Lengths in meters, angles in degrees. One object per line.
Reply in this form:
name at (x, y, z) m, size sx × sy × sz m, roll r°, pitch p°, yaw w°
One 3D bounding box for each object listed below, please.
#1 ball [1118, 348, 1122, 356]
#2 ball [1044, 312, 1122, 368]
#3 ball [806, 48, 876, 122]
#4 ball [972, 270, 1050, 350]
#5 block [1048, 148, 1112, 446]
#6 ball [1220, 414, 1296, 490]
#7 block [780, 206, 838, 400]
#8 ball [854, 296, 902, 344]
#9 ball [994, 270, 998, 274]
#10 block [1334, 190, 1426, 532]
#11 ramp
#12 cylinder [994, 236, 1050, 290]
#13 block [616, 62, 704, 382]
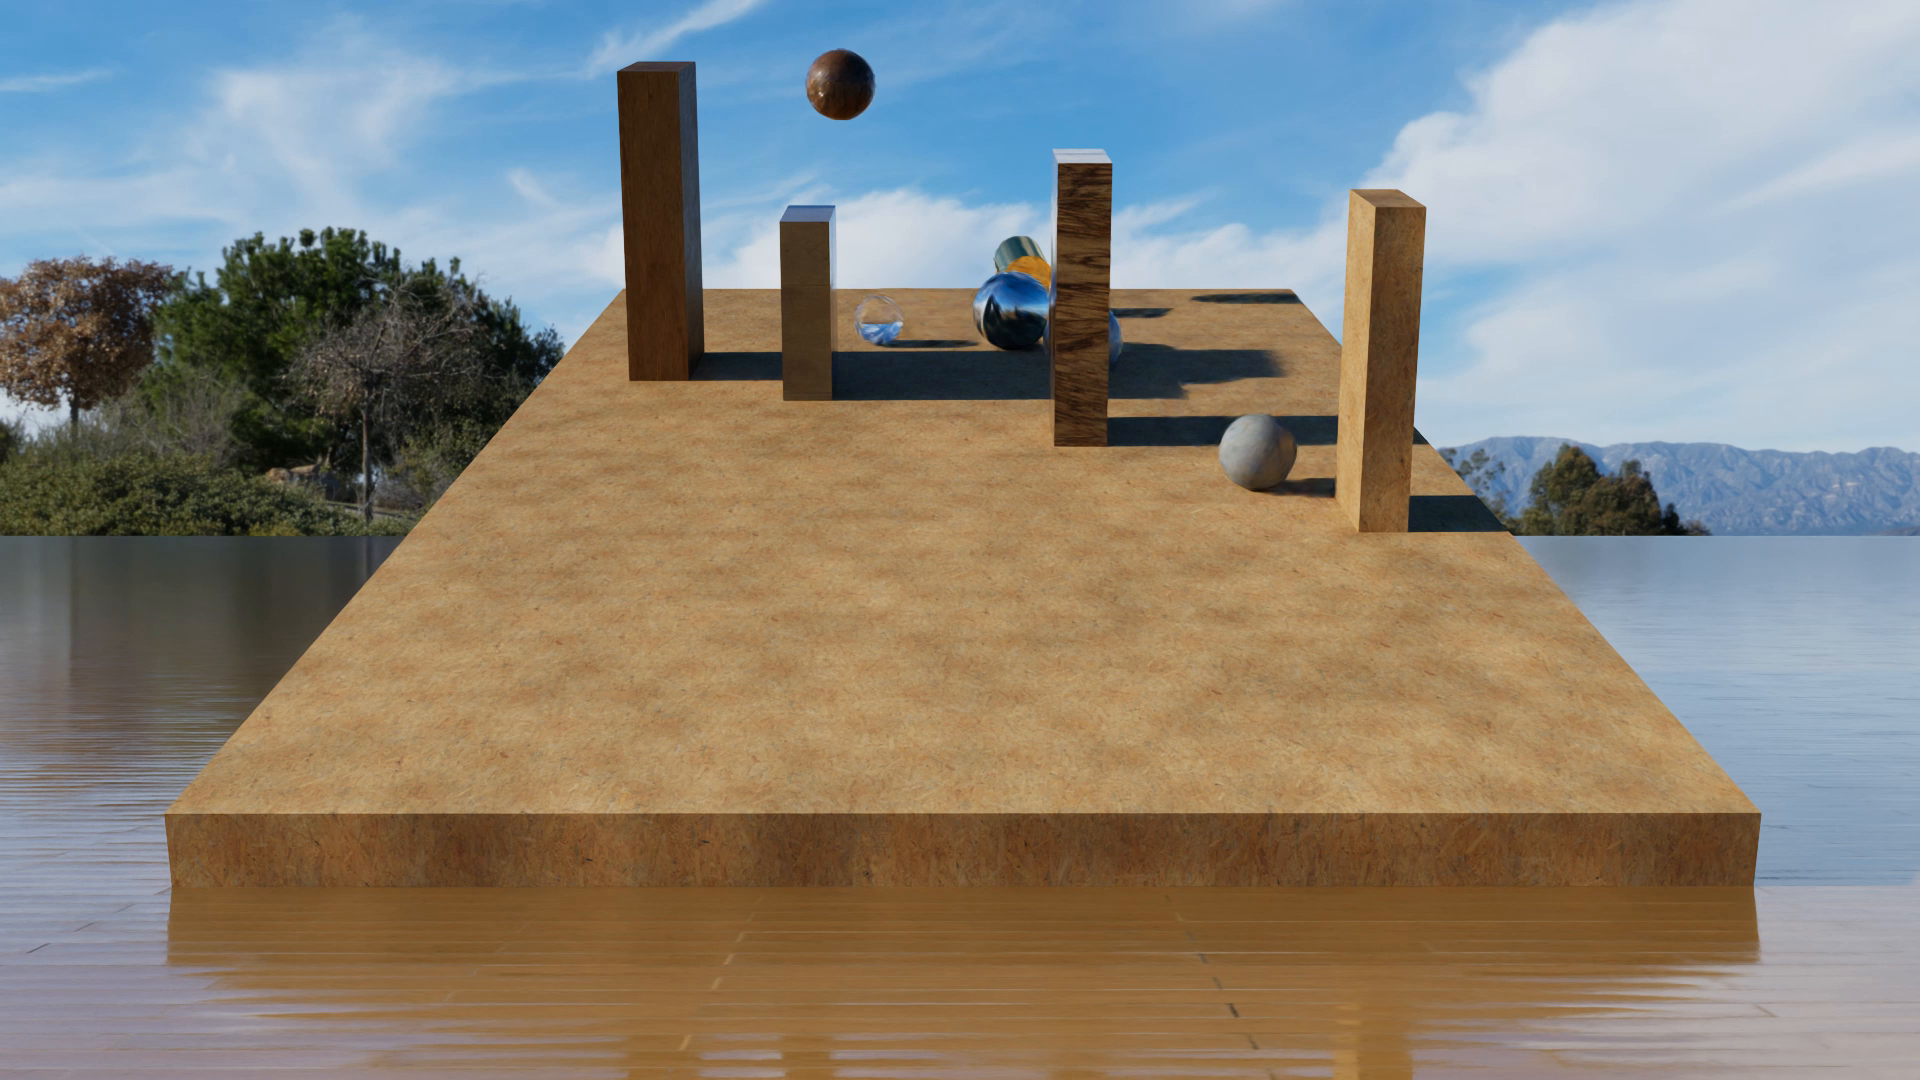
ball at (0.345, -0.490, 5.470) m, size 0.117 × 0.117 × 0.117 m, roll 0°, pitch 0°, yaw 0°
ball at (0.295, -0.484, 5.316) m, size 0.190 × 0.190 × 0.190 m, roll 0°, pitch 0°, yaw 0°
ball at (-0.337, -1.286, 6.235) m, size 0.200 × 0.200 × 0.200 m, roll 0°, pitch 0°, yaw 0°
ball at (0.134, -0.588, 5.657) m, size 0.204 × 0.204 × 0.204 m, roll 0°, pitch 0°, yaw 0°
block at (0.254, -0.521, 4.709) m, size 0.111 × 0.594 × 0.280 m, roll 0°, pitch 16°, yaw 0°
ball at (0.580, -0.172, 4.297) m, size 0.150 × 0.150 × 0.150 m, roll 0°, pitch 0°, yaw 0°
block at (-0.352, -0.560, 5.172) m, size 0.113 × 0.413 × 0.290 m, roll 0°, pitch 16°, yaw 0°
ball at (-0.212, -0.572, 5.738) m, size 0.127 × 0.127 × 0.127 m, roll 0°, pitch 0°, yaw 0°
ball at (0.159, -0.747, 6.326) m, size 0.124 × 0.124 × 0.124 m, roll 0°, pitch 0°, yaw 0°
block at (0.770, -0.333, 4.057) m, size 0.089 × 0.590 × 0.260 m, roll 0°, pitch 16°, yaw 0°
ramp at (-0.002, -0.157, 4.698) m, size 2.000 × 0.100 × 4.000 m, roll 0°, pitch 16°, yaw 0°
cylinder at (0.176, -0.760, 6.168) m, size 0.138 × 0.138 × 0.138 m, roll 0°, pitch 31°, yaw -12°
block at (-0.724, -0.782, 5.374) m, size 0.142 × 0.730 × 0.357 m, roll 0°, pitch 16°, yaw 0°
